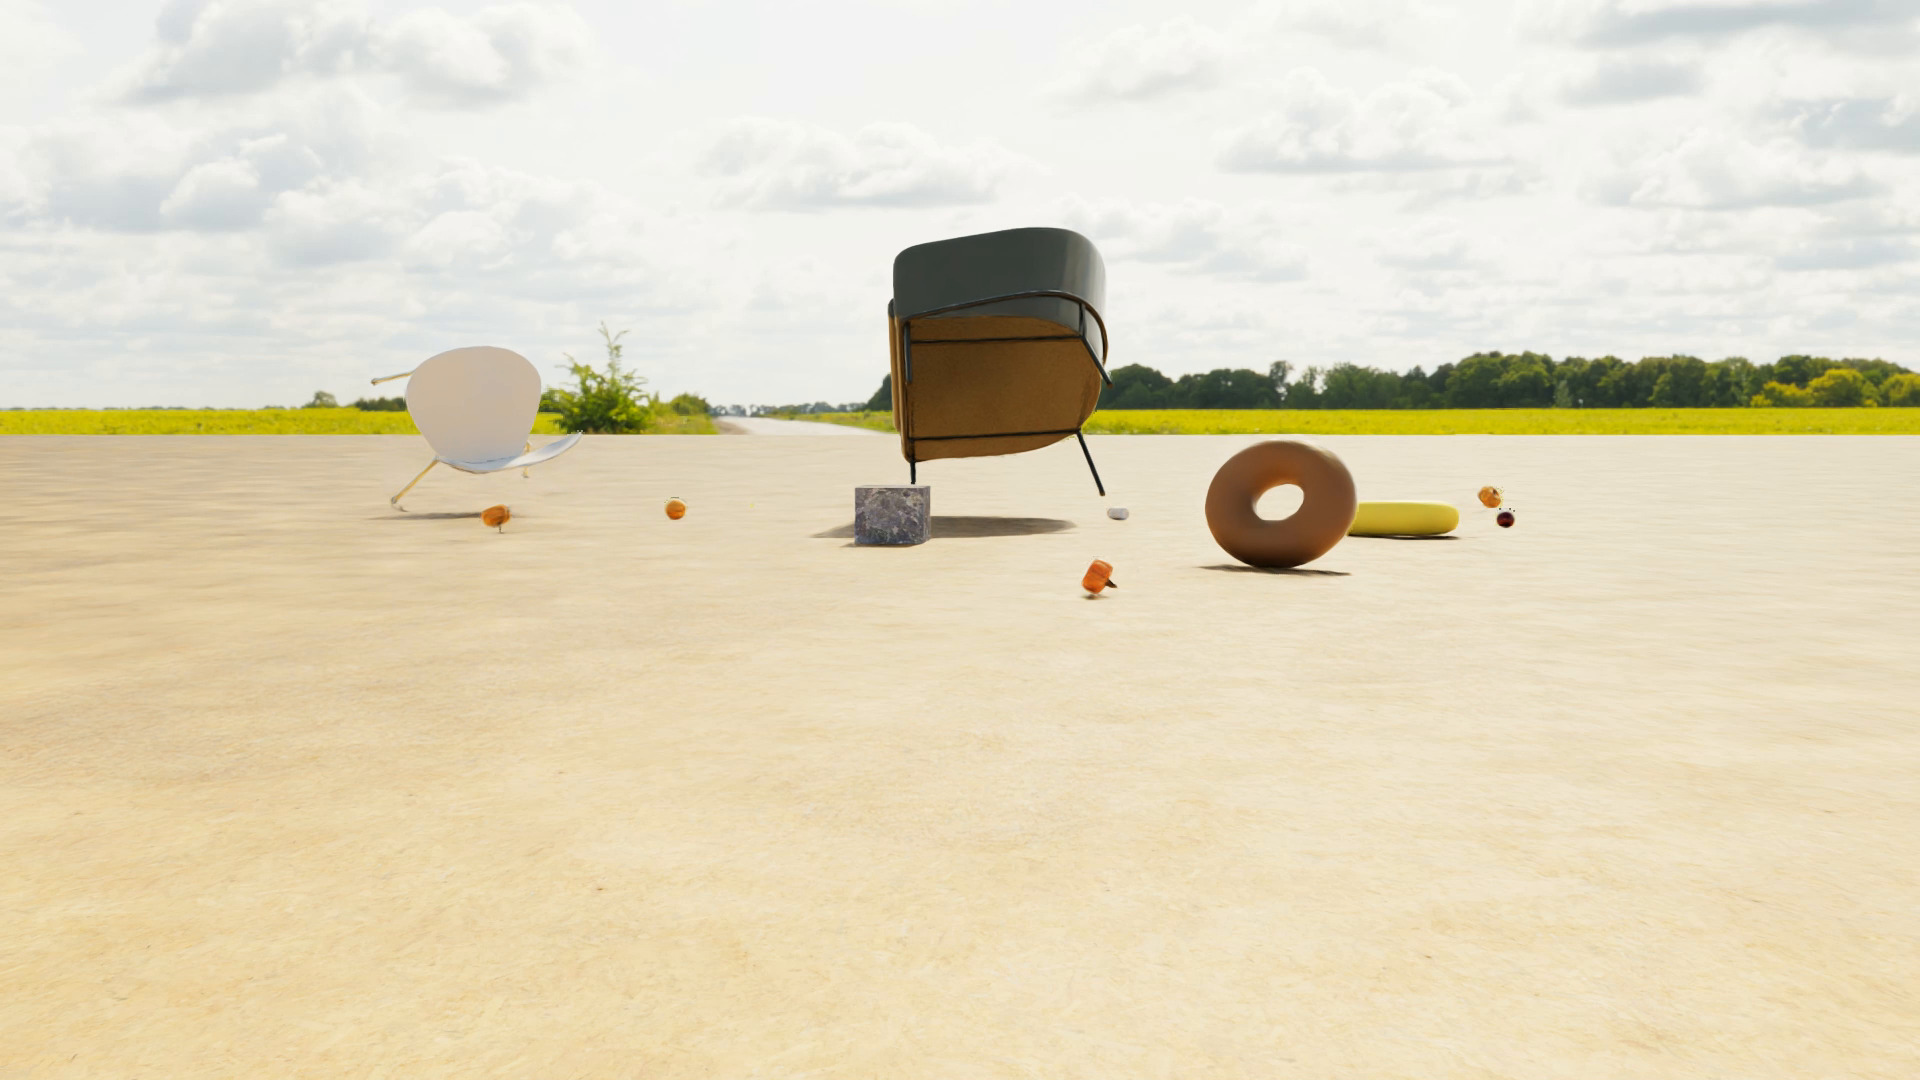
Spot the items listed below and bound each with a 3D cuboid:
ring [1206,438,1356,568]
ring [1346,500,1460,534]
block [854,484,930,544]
[{"bbox_3d":[0.814,-0.095,5.597,0.441,0.373,0.105,35,-10,46],"label":"ring"},{"bbox_3d":[1.347,-0.068,6.773,0.405,0.105,0.235,0,0,39],"label":"ring"},{"bbox_3d":[-0.197,-0.078,6.491,0.200,0.162,0.193,0,4,6],"label":"block"}]
